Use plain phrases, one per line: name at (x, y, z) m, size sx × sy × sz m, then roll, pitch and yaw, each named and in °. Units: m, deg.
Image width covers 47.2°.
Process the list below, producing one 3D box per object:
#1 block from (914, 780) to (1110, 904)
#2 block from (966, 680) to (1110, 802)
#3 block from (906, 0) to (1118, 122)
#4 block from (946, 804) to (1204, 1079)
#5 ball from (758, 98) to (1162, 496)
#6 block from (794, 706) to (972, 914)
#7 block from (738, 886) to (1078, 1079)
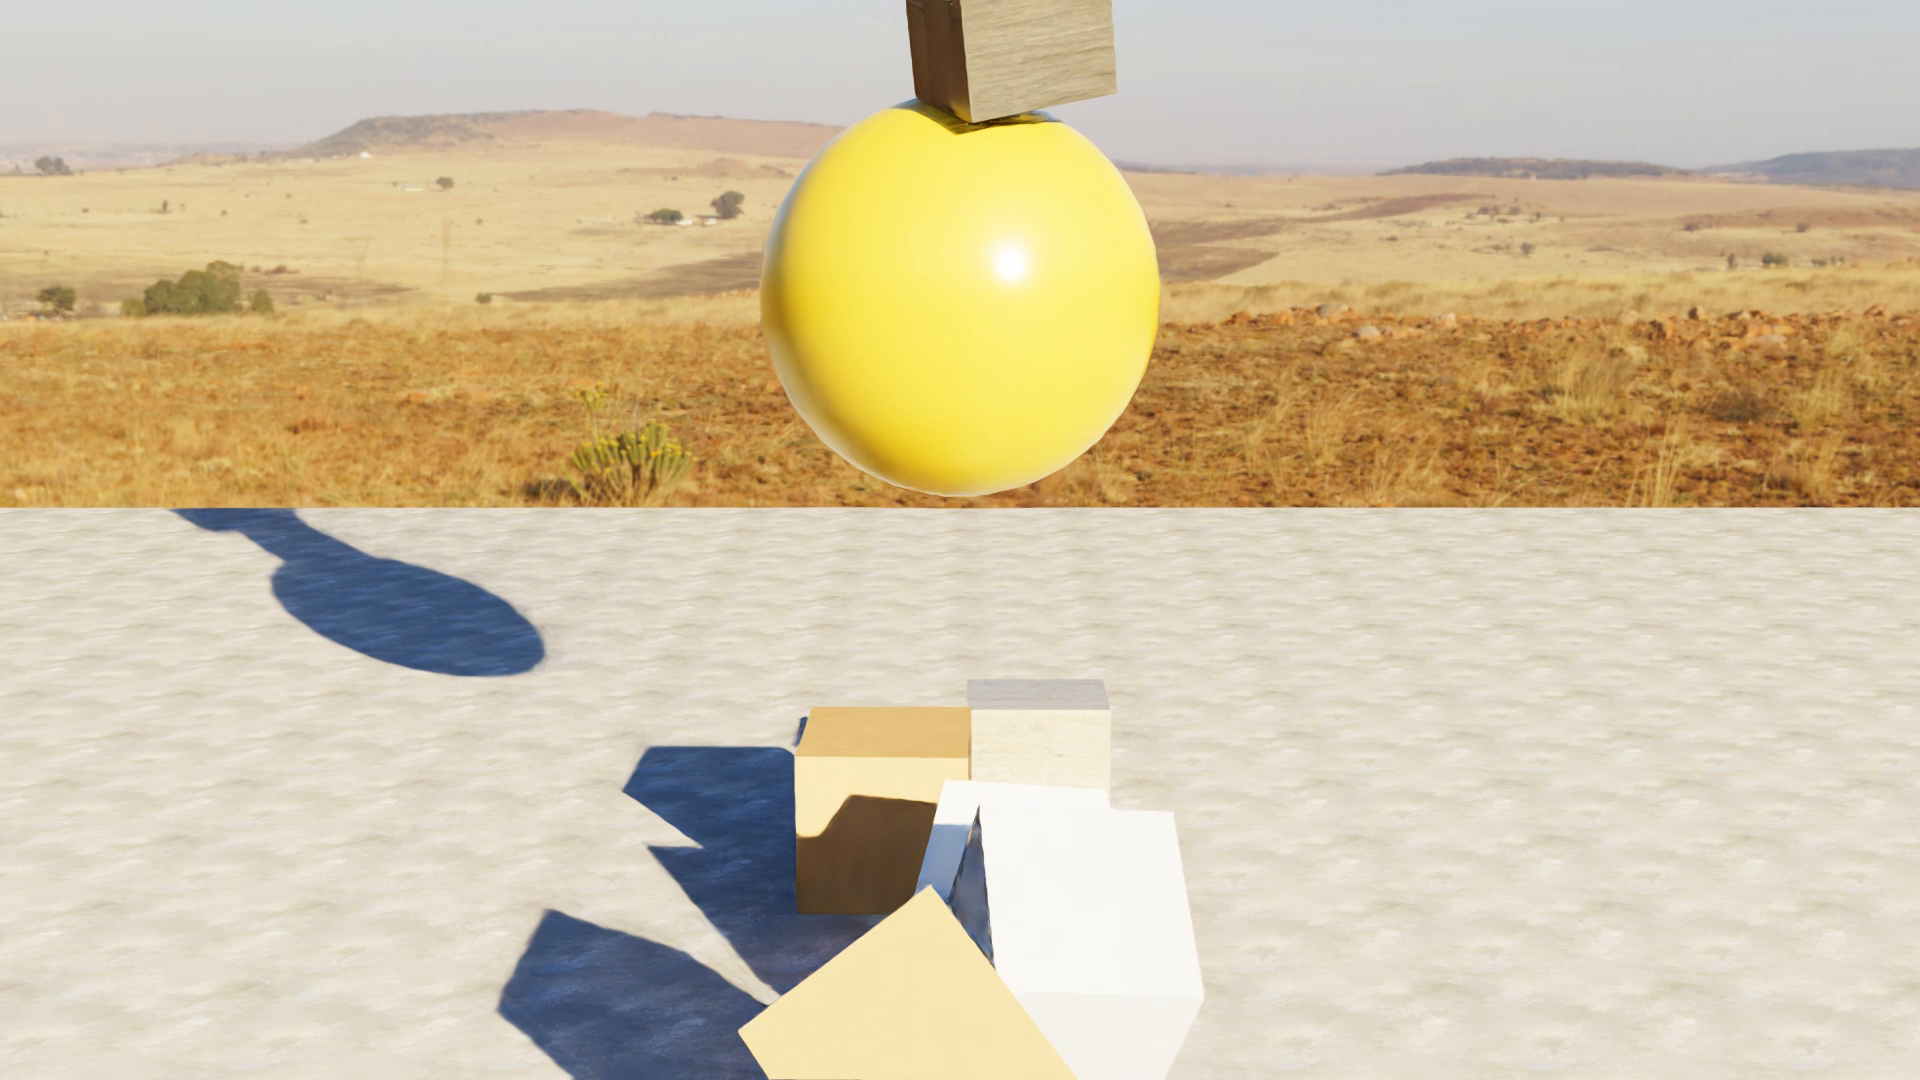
block at (0.266, 1.446, 9.123) m, size 0.687 × 0.649 × 0.591 m, roll 2°, pitch 48°, yaw 17°
block at (0.397, 1.134, 11.400) m, size 0.720 × 0.689 × 0.642 m, roll 0°, pitch 10°, yaw 0°
block at (0.179, -1.991, 8.264) m, size 0.604 × 0.645 × 0.536 m, roll -15°, pitch 26°, yaw -19°
block at (0.391, 1.518, 8.077) m, size 0.733 × 0.735 × 0.779 m, roll 4°, pitch 47°, yaw -11°
ball at (0.000, -0.973, 8.787) m, size 1.600 × 1.600 × 1.600 m, roll 0°, pitch 10°, yaw 0°
block at (-0.347, 1.272, 10.476) m, size 0.783 × 0.748 × 0.904 m, roll 0°, pitch 10°, yaw 1°
block at (-0.095, 1.688, 6.806) m, size 0.731 × 0.634 × 0.792 m, roll -36°, pitch 60°, yaw -8°
